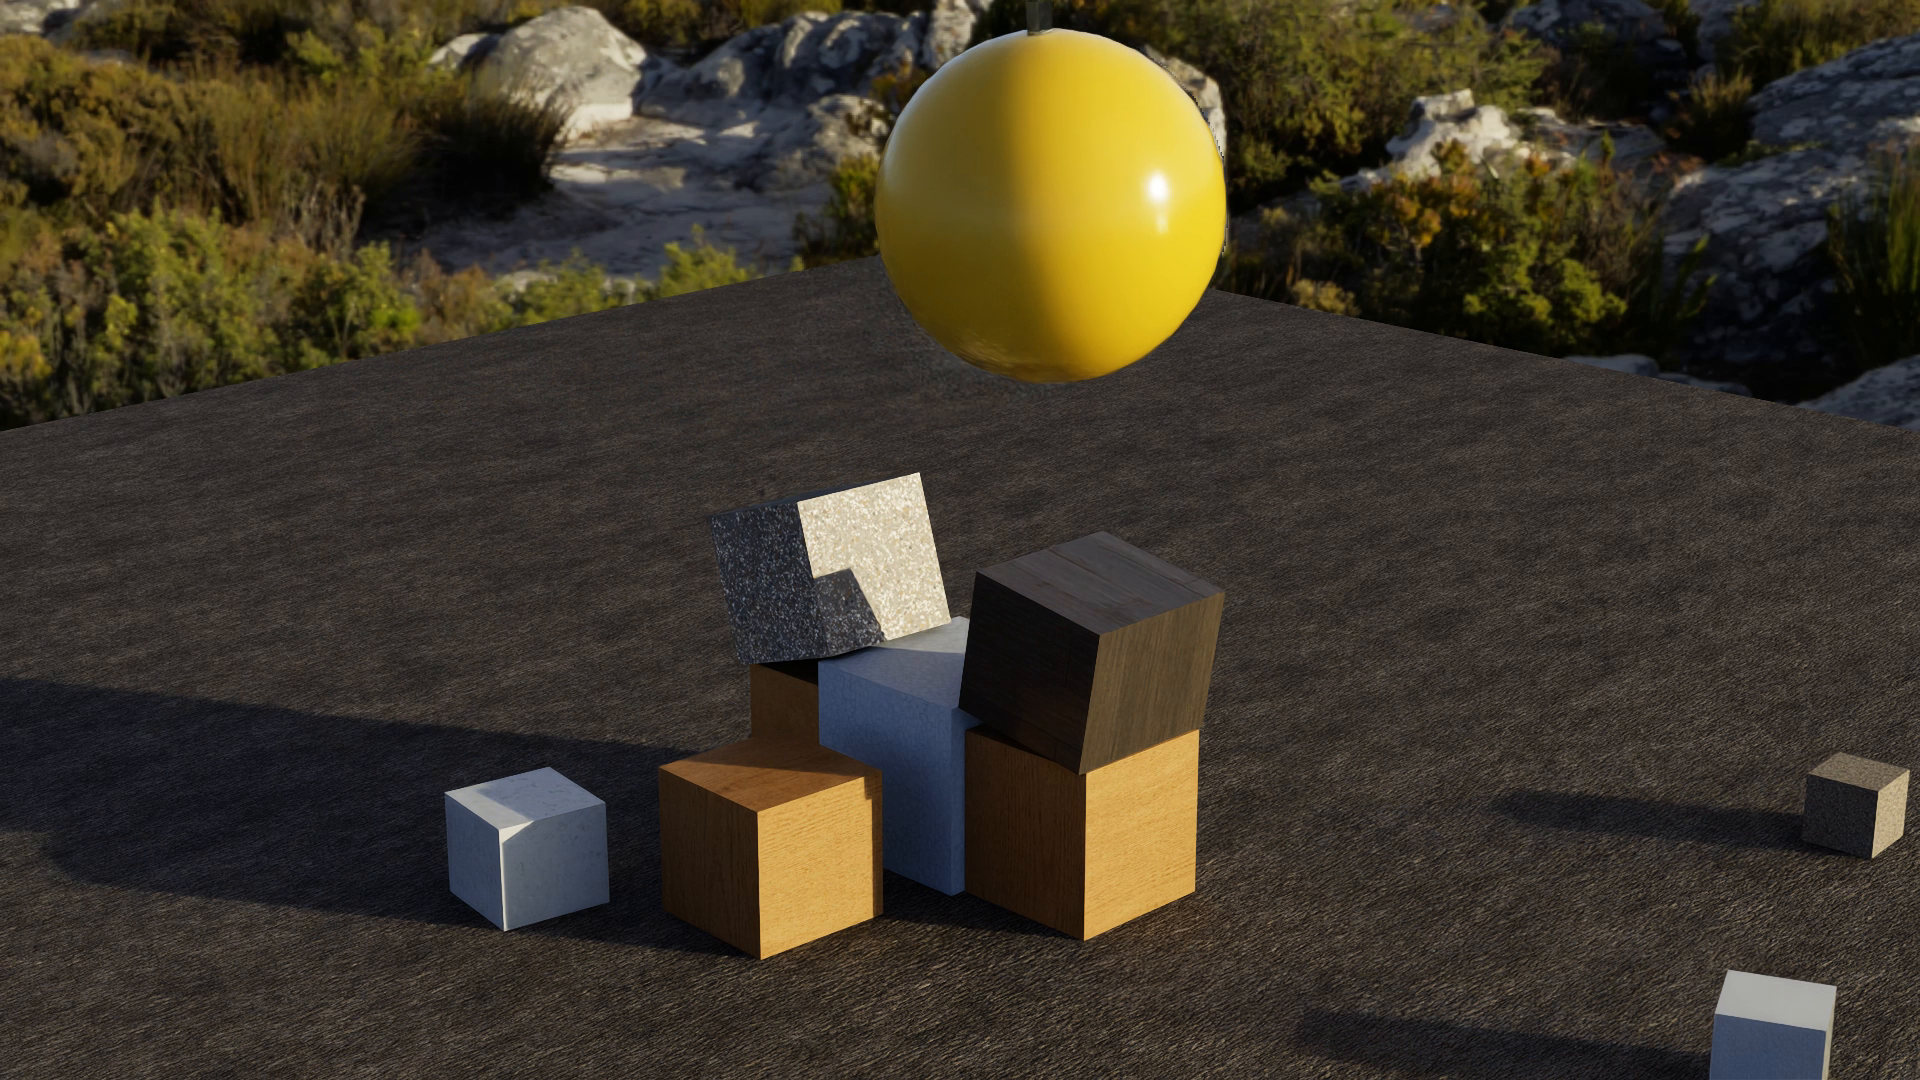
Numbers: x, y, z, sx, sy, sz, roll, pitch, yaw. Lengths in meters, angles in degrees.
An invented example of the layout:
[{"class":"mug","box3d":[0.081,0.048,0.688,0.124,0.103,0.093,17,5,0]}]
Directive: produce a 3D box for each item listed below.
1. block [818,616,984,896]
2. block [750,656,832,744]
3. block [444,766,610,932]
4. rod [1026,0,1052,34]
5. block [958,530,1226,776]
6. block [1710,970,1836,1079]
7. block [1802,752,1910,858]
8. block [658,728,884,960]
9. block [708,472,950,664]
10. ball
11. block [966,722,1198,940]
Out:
[{"class":"block","box3d":[-0.021,0.987,13.702,0.921,0.900,0.874,-17,24,-42]},{"class":"block","box3d":[-0.579,0.924,14.232,0.633,0.704,0.596,17,24,42]},{"class":"block","box3d":[-1.942,1.379,13.155,0.527,0.481,0.527,-12,21,-34]},{"class":"rod","box3d":[0.177,-4.668,12.060,0.080,5.200,0.080,17,29,42]},{"class":"block","box3d":[0.576,0.482,12.896,0.729,0.670,0.825,27,31,37]},{"class":"block","box3d":[3.173,1.967,11.454,0.416,0.378,0.411,7,19,20]},{"class":"block","box3d":[4.218,1.247,13.813,0.347,0.338,0.354,14,22,38]},{"class":"block","box3d":[-0.834,1.330,12.971,0.697,0.684,0.698,-15,23,-40]},{"class":"block","box3d":[-0.626,0.140,14.007,0.736,0.730,0.740,-15,5,-39]},{"class":"ball","box3d":[0.409,-1.509,13.296,1.600,1.600,1.600,0,17,0]},{"class":"block","box3d":[0.543,1.218,13.163,0.739,0.783,0.732,-17,24,-42]}]
